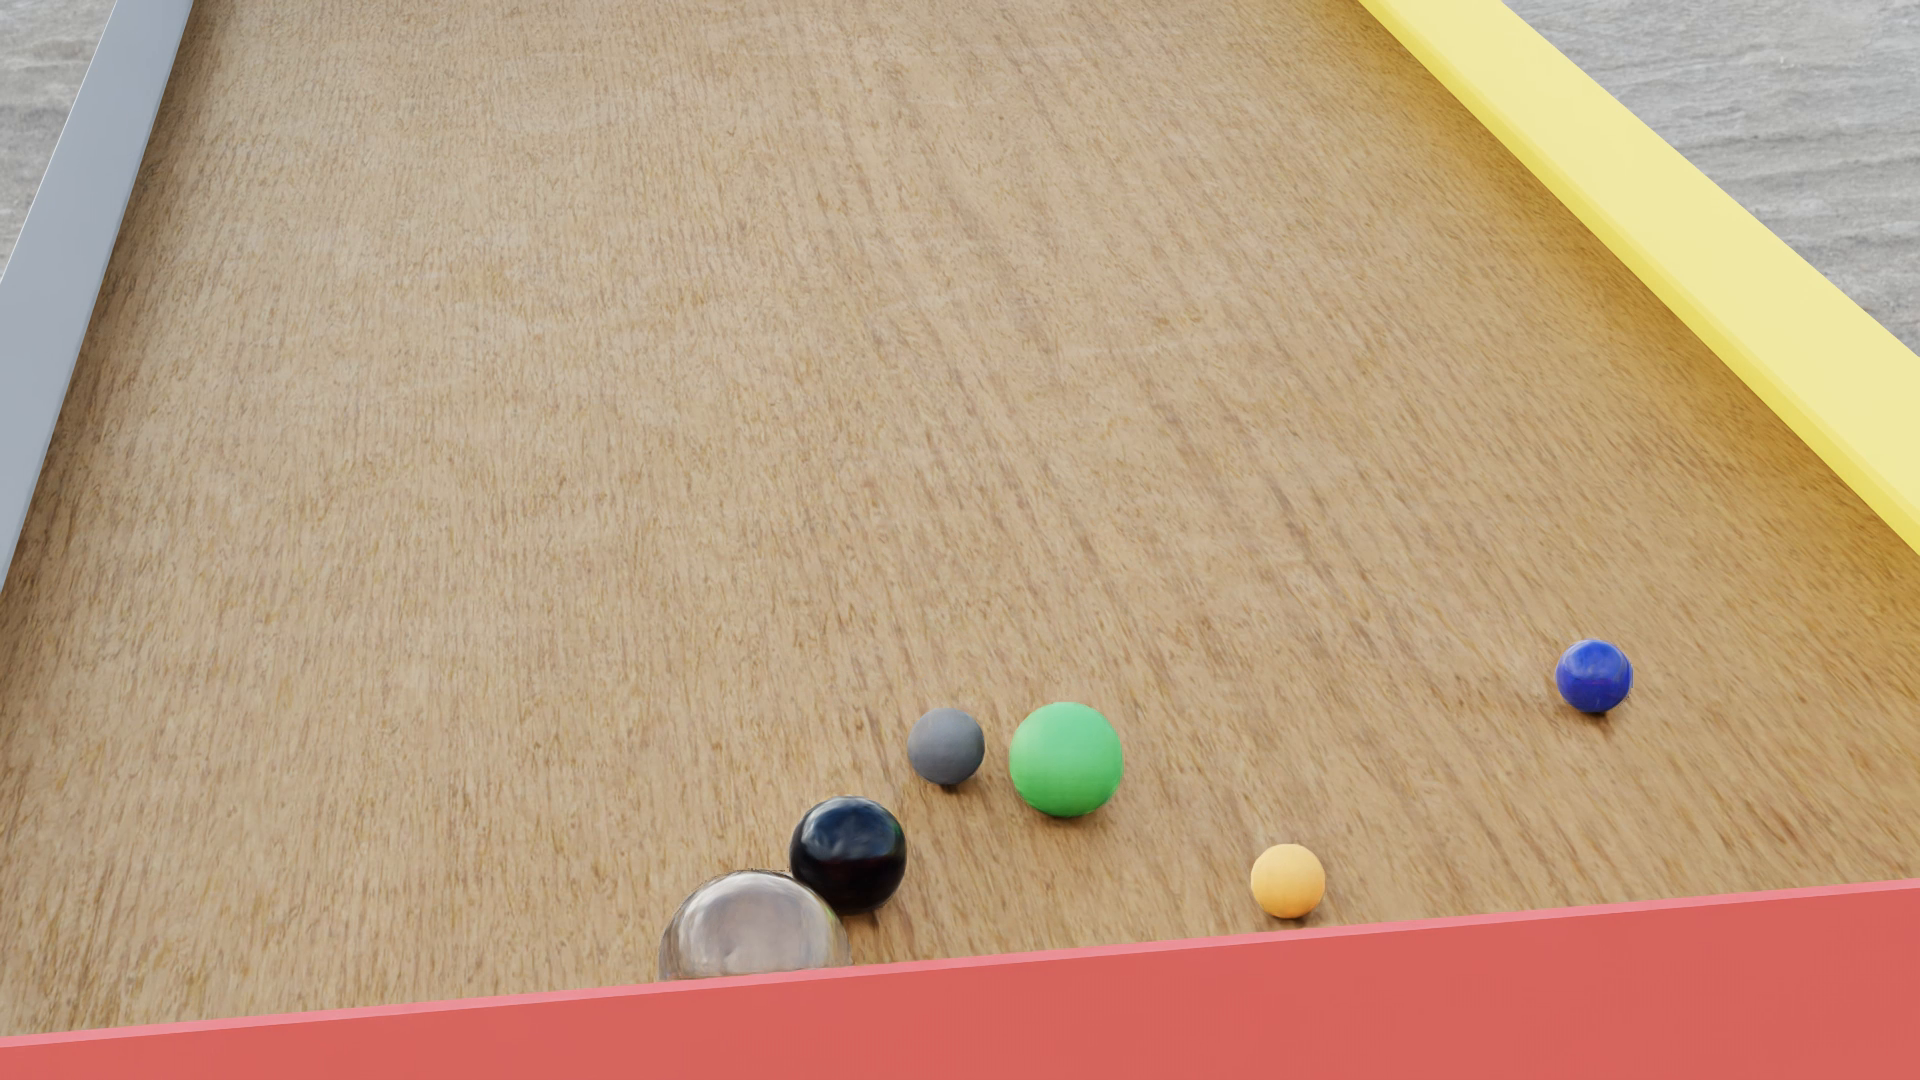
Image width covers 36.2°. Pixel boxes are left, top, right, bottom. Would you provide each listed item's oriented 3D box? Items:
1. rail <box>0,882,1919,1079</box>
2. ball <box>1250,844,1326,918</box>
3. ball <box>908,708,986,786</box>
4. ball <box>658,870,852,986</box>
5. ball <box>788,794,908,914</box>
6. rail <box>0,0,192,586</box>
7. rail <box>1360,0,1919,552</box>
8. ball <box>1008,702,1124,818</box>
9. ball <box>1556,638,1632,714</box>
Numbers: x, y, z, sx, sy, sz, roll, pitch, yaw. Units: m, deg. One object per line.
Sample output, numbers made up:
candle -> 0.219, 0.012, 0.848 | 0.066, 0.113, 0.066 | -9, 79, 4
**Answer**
rail -> 0.092, 0.235, 1.408 | 1.322, 0.128, 0.045 | -4, 26, -8
ball -> 0.180, 0.187, 1.611 | 0.041, 0.041, 0.041 | 0, 26, 0
ball -> -0.008, 0.122, 1.741 | 0.046, 0.046, 0.046 | 0, 26, 0
ball -> -0.103, 0.216, 1.484 | 0.099, 0.099, 0.099 | 0, 26, 0
ball -> -0.061, 0.173, 1.613 | 0.065, 0.065, 0.065 | 0, 26, 0
rail -> -0.726, -0.274, 2.470 | 0.045, 0.128, 2.617 | -4, 26, -8
rail -> 0.534, -0.355, 2.638 | 0.045, 0.128, 2.617 | -4, 26, -8
ball -> 0.062, 0.127, 1.706 | 0.067, 0.067, 0.067 | 0, 26, 0
ball -> 0.392, 0.084, 1.820 | 0.046, 0.046, 0.046 | 0, 26, 0
